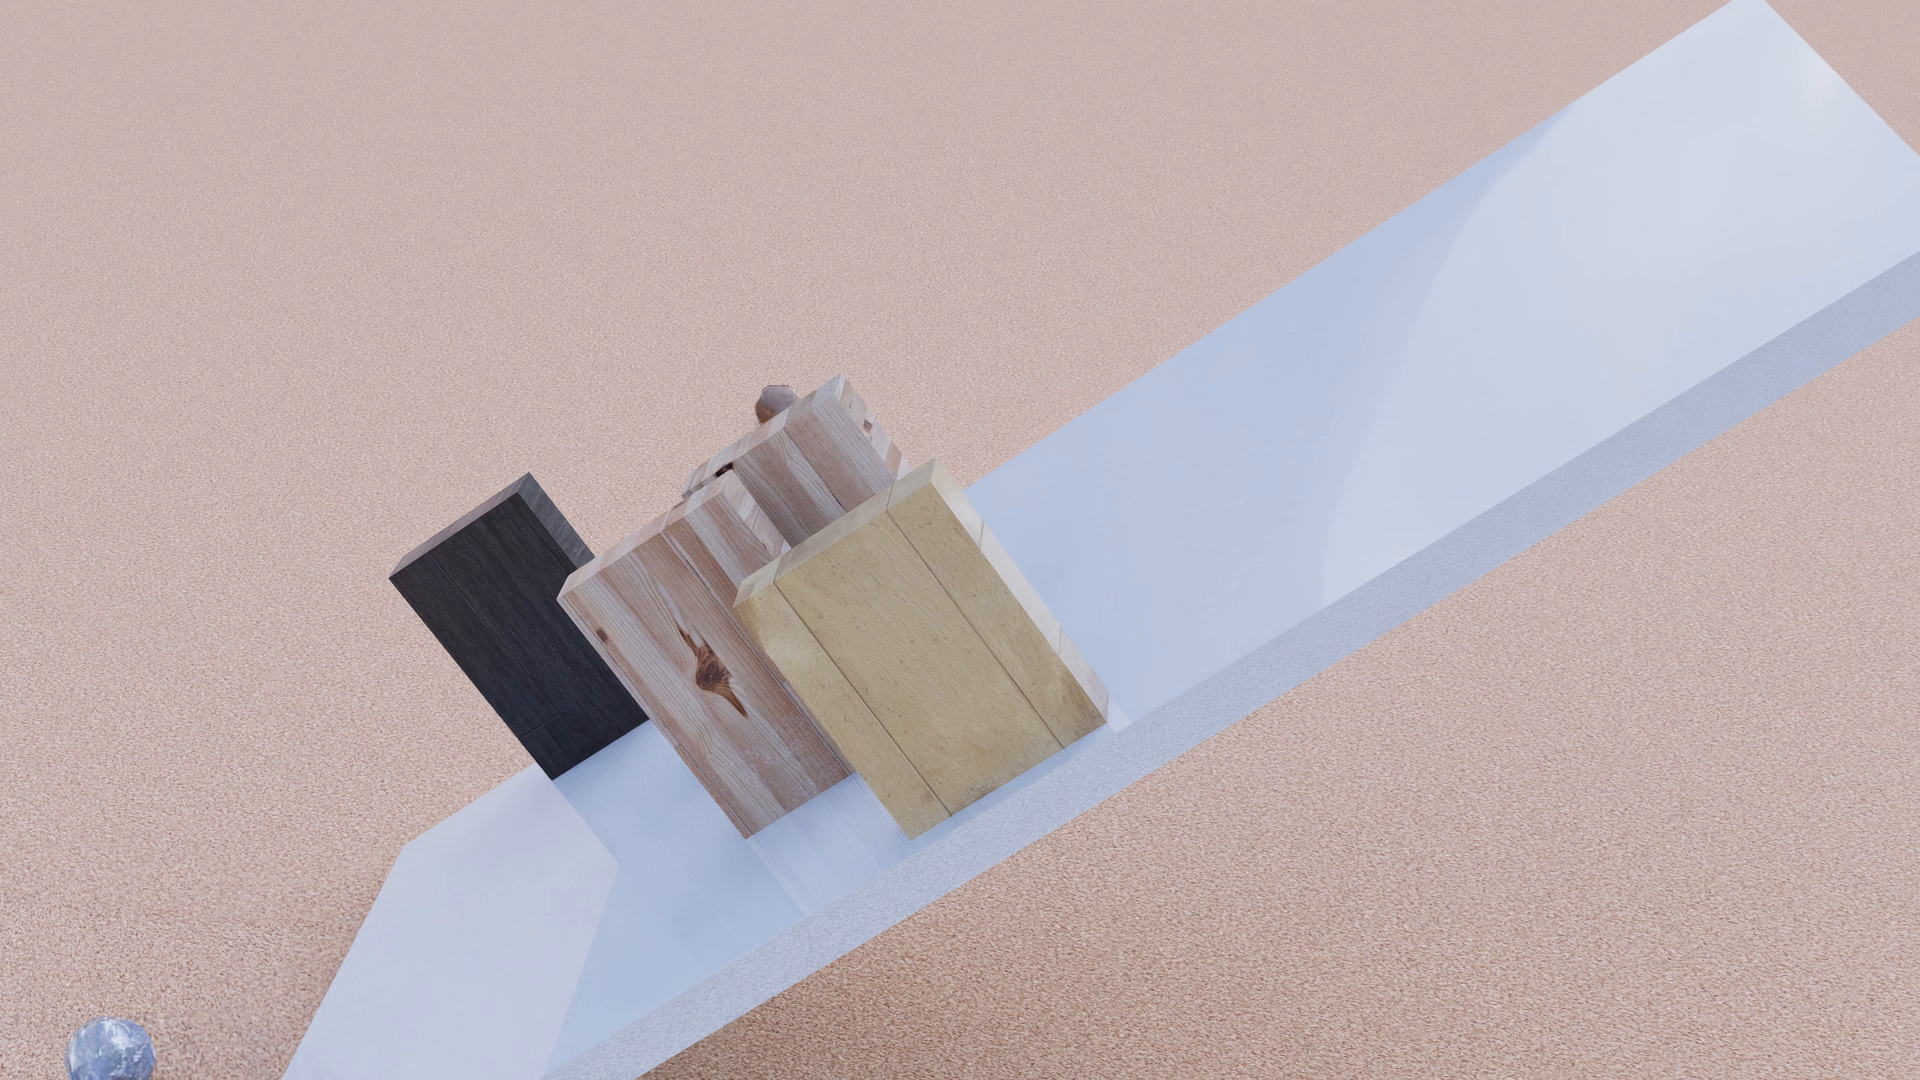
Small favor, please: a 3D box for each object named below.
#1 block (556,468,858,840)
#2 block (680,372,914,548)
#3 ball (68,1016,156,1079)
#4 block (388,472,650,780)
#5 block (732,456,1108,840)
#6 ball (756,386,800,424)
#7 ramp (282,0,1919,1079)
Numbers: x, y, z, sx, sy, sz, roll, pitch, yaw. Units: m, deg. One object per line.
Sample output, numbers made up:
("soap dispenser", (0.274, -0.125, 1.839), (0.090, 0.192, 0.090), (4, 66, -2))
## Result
("block", (-0.451, 0.237, 5.986), (0.418, 0.641, 0.131), (-32, 16, 15))
("block", (-0.235, 0.020, 6.199), (0.396, 0.620, 0.149), (-32, 16, 15))
("ball", (-1.938, 1.186, 6.719), (0.191, 0.191, 0.191), (0, 21, 0))
("block", (-1.041, 0.218, 7.298), (0.406, 0.657, 0.143), (-32, 16, 15))
("block", (-0.067, 0.204, 5.402), (0.441, 0.560, 0.135), (-32, 16, 15))
("ball", (-0.681, -0.491, 11.049), (0.173, 0.173, 0.173), (0, 21, 0))
("ramp", (0.136, 0.174, 6.305), (4.000, 0.100, 2.000), (-32, 16, 15))
